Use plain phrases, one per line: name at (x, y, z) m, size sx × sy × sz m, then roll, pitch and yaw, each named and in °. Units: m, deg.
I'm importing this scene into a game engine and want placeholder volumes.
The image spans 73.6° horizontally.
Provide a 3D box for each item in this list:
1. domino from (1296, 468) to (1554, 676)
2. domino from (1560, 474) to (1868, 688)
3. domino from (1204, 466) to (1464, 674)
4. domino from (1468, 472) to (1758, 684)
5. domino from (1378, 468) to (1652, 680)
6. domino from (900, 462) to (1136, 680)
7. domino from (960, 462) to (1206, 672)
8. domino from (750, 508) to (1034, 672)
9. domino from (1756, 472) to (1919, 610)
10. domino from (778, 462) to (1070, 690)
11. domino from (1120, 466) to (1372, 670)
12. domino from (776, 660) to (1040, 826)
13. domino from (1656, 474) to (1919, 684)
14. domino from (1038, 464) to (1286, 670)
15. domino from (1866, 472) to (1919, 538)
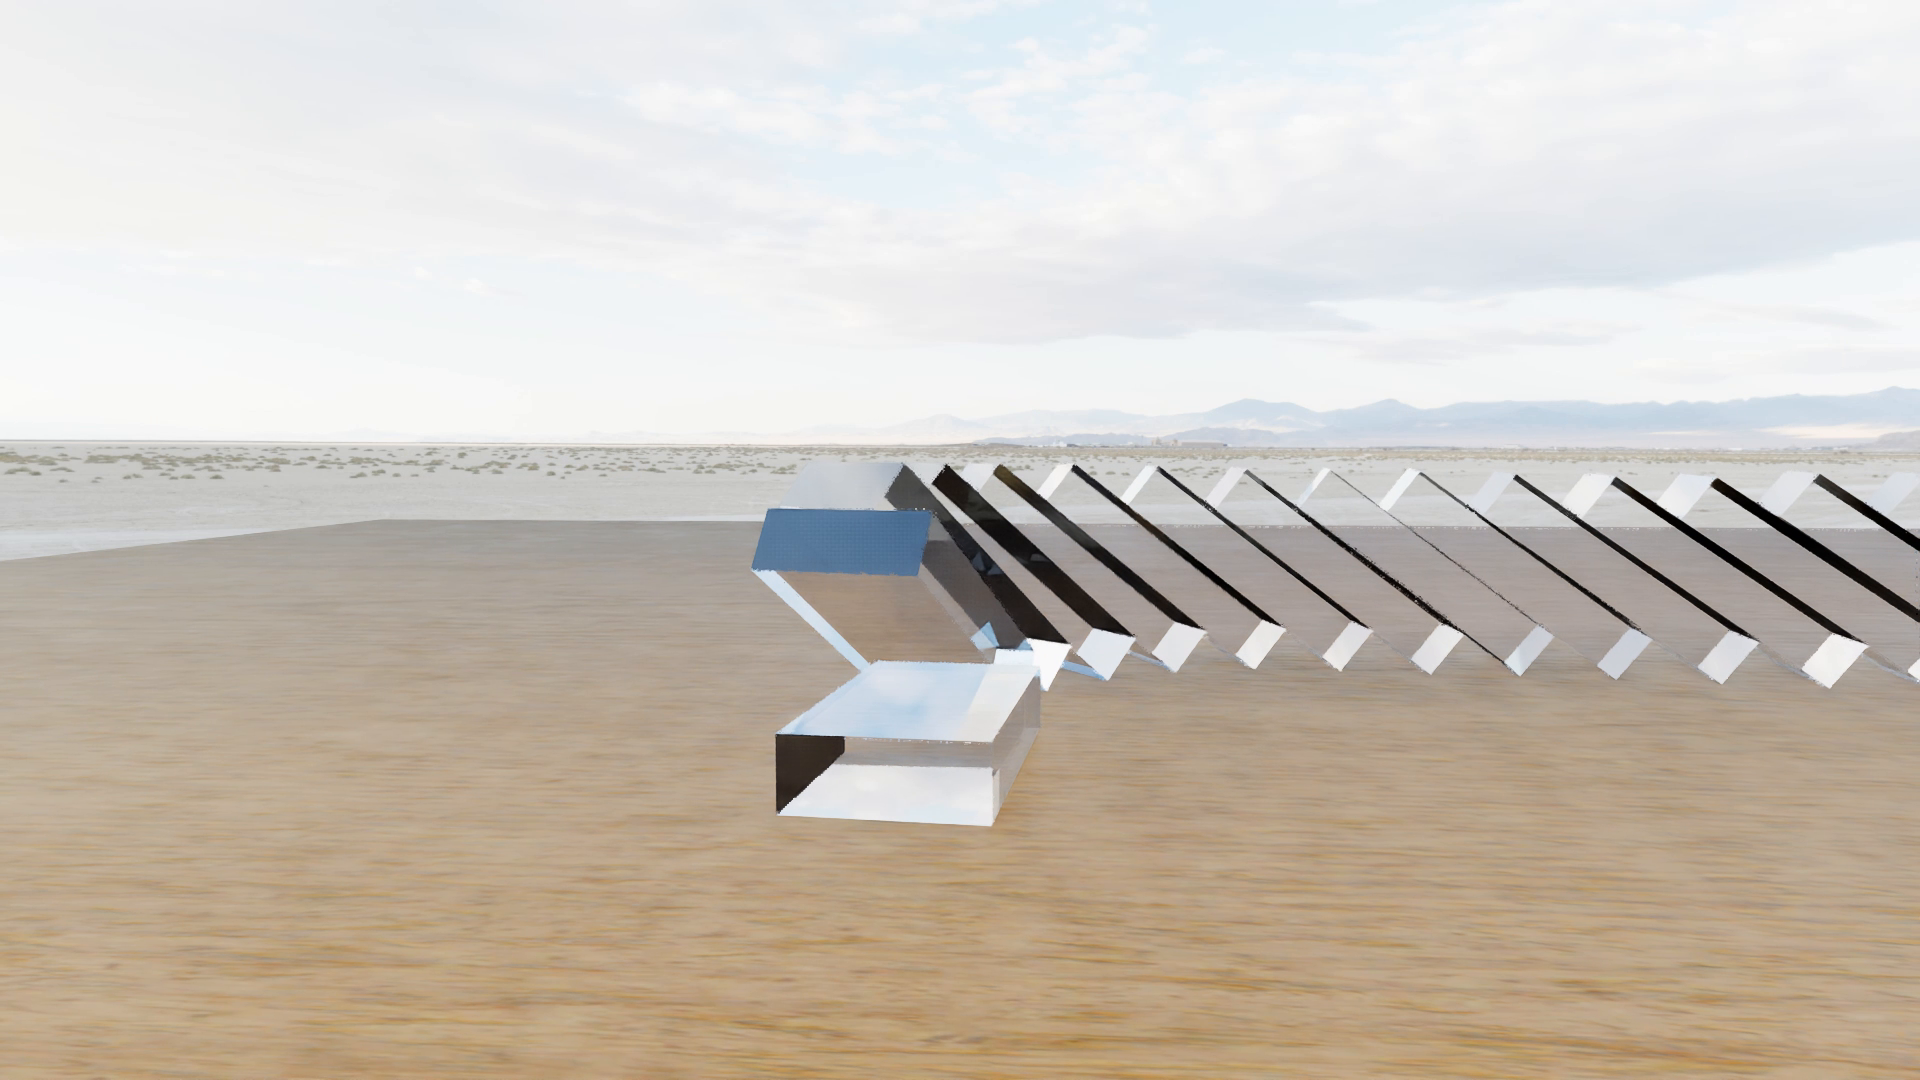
domino at (0.089, 0.005, 0.250) m, size 0.050 × 0.009 × 0.025 m, roll 38°, pitch 12°, yaw 8°
domino at (0.138, 0.006, 0.238) m, size 0.050 × 0.010 × 0.025 m, roll 37°, pitch 12°, yaw 9°
domino at (0.071, 0.005, 0.249) m, size 0.050 × 0.010 × 0.025 m, roll 38°, pitch 7°, yaw 2°
domino at (0.121, 0.006, 0.242) m, size 0.050 × 0.010 × 0.025 m, roll 37°, pitch 12°, yaw 9°
domino at (0.105, 0.005, 0.246) m, size 0.050 × 0.009 × 0.025 m, roll 38°, pitch 12°, yaw 9°
domino at (0.006, 0.006, 0.232) m, size 0.050 × 0.009 × 0.025 m, roll 42°, pitch -15°, yaw -24°
domino at (0.021, 0.005, 0.243) m, size 0.050 × 0.010 × 0.025 m, roll 38°, pitch -6°, yaw -12°
domino at (-0.008, 0.011, 0.194) m, size 0.025 × 0.010 × 0.050 m, roll 2°, pitch -26°, yaw 22°
domino at (0.171, 0.007, 0.231) m, size 0.050 × 0.010 × 0.025 m, roll 39°, pitch 16°, yaw 14°
domino at (-0.005, 0.006, 0.218) m, size 0.025 × 0.010 × 0.050 m, roll 5°, pitch -34°, yaw 47°
domino at (0.054, 0.005, 0.250) m, size 0.050 × 0.010 × 0.025 m, roll 38°, pitch 4°, yaw 0°
domino at (-0.005, 0.025, 0.169) m, size 0.025 × 0.010 × 0.050 m, roll 1°, pitch 4°, yaw 10°
domino at (0.154, 0.007, 0.235) m, size 0.050 × 0.010 × 0.025 m, roll 37°, pitch 13°, yaw 11°
domino at (0.037, 0.004, 0.249) m, size 0.050 × 0.010 × 0.025 m, roll 38°, pitch 0°, yaw -4°
domino at (0.187, 0.007, 0.226) m, size 0.050 × 0.010 × 0.025 m, roll 40°, pitch 19°, yaw 18°
